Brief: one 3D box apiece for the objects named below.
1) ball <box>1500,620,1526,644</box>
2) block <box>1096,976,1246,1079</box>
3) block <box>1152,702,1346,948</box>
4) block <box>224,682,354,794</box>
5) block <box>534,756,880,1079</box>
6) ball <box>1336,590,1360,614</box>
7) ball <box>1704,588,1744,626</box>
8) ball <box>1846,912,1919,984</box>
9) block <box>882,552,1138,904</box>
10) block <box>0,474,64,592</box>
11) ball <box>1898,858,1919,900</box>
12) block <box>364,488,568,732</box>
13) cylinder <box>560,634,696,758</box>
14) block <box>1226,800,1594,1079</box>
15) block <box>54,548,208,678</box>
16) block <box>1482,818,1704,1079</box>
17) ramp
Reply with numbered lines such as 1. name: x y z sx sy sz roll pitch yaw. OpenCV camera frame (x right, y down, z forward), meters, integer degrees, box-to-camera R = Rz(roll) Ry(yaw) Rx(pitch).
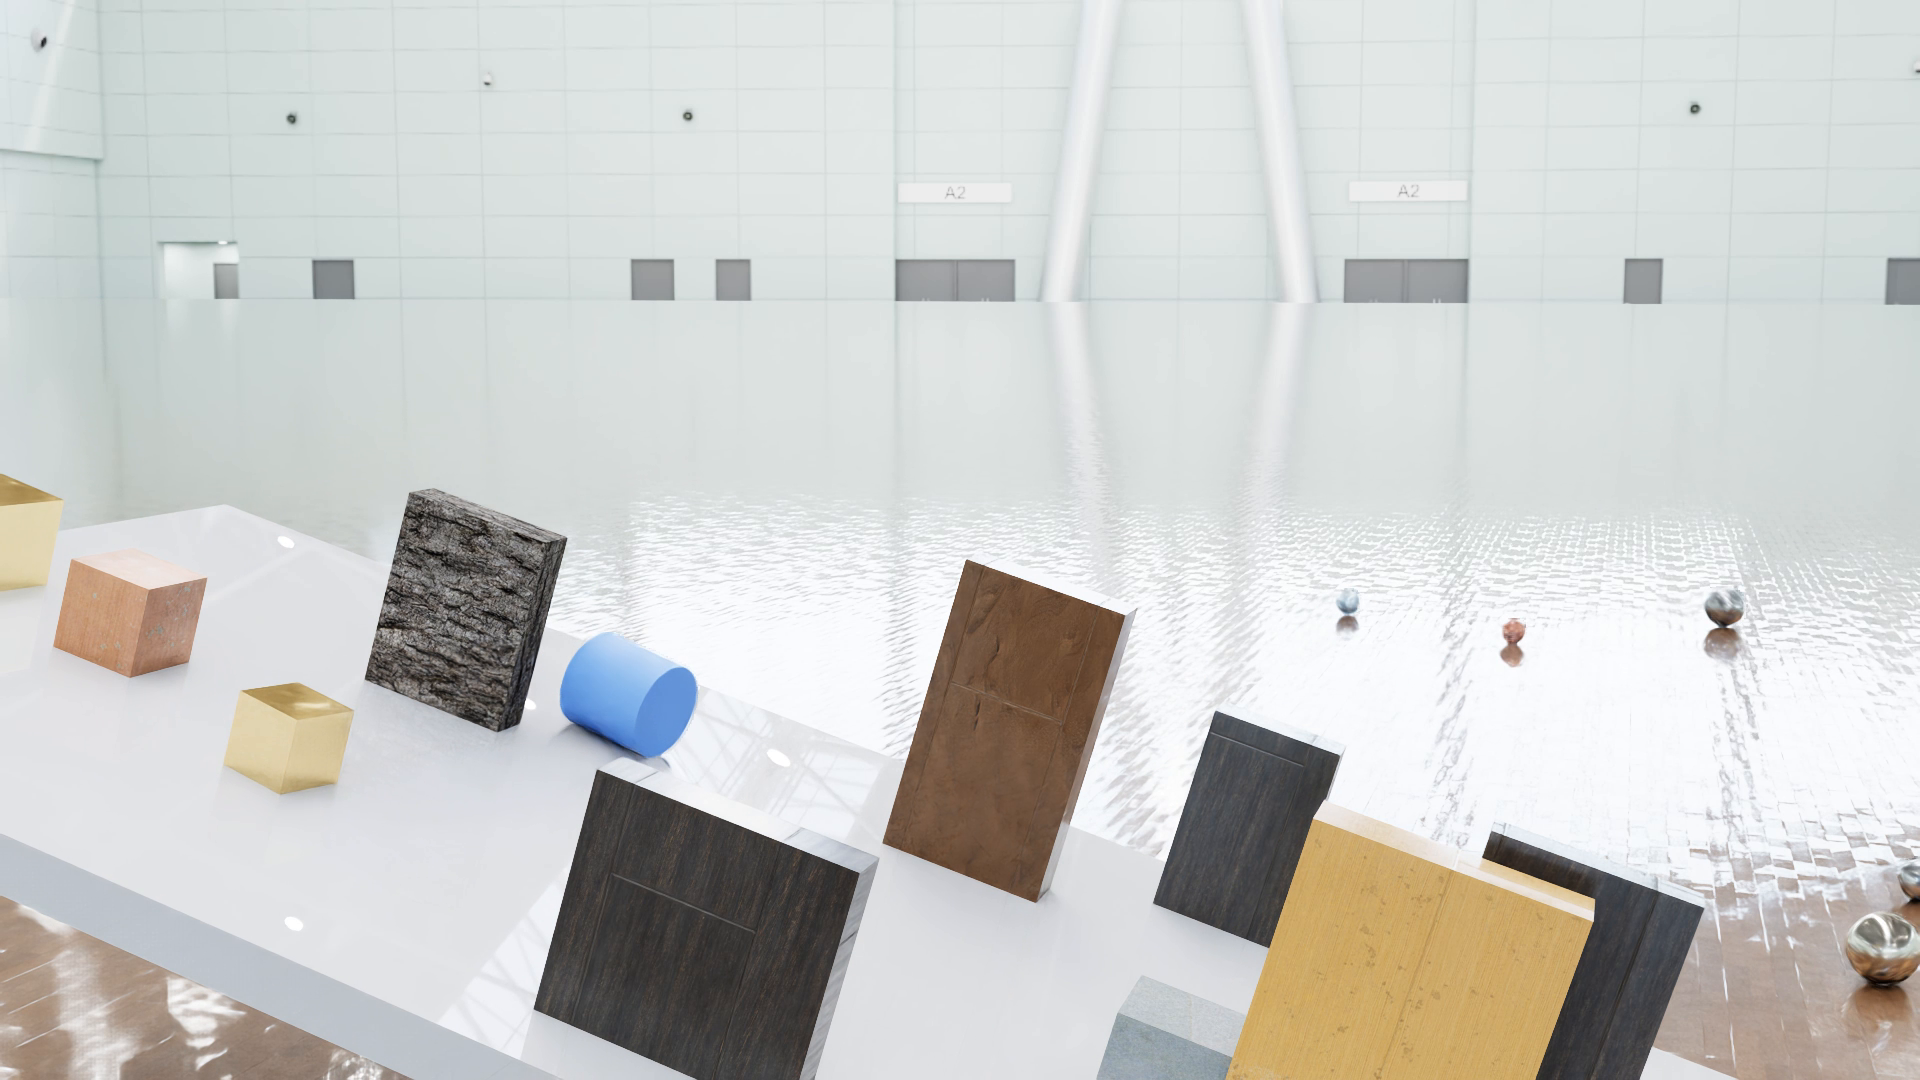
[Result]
1. ball: 2.782 0.462 11.057 0.121 0.121 0.121 0 7 0
2. block: 0.348 0.882 3.670 0.199 0.199 0.199 19 12 13
3. block: 0.619 0.609 4.704 0.277 0.450 0.104 19 12 14
4. block: -1.236 0.363 4.051 0.146 0.146 0.146 22 13 25
5. block: -0.395 0.609 3.394 0.445 0.410 0.091 19 12 14
6. ball: 2.120 0.341 12.013 0.133 0.133 0.133 0 7 0
7. ball: 4.035 0.354 11.609 0.204 0.204 0.204 0 7 0
8. ball: 2.414 1.067 5.745 0.186 0.186 0.186 0 7 0
9. block: 0.101 0.387 4.567 0.350 0.636 0.116 19 12 14
10. block: -2.042 -0.017 4.615 0.192 0.192 0.192 20 12 18
11. ball: 2.846 1.006 6.513 0.124 0.124 0.124 0 7 0
12. block: -1.046 0.146 4.648 0.329 0.423 0.099 19 12 14
13. cylinder: -0.717 0.335 4.757 0.208 0.208 0.208 21 16 26
14. block: 0.686 0.791 3.496 0.443 0.624 0.124 19 12 14
15. block: -1.660 0.143 4.404 0.185 0.185 0.185 19 12 14
16. block: 0.933 0.826 3.598 0.344 0.656 0.082 19 12 14
17. ramp: -0.369 0.711 4.234 4.000 0.100 2.000 19 12 14
